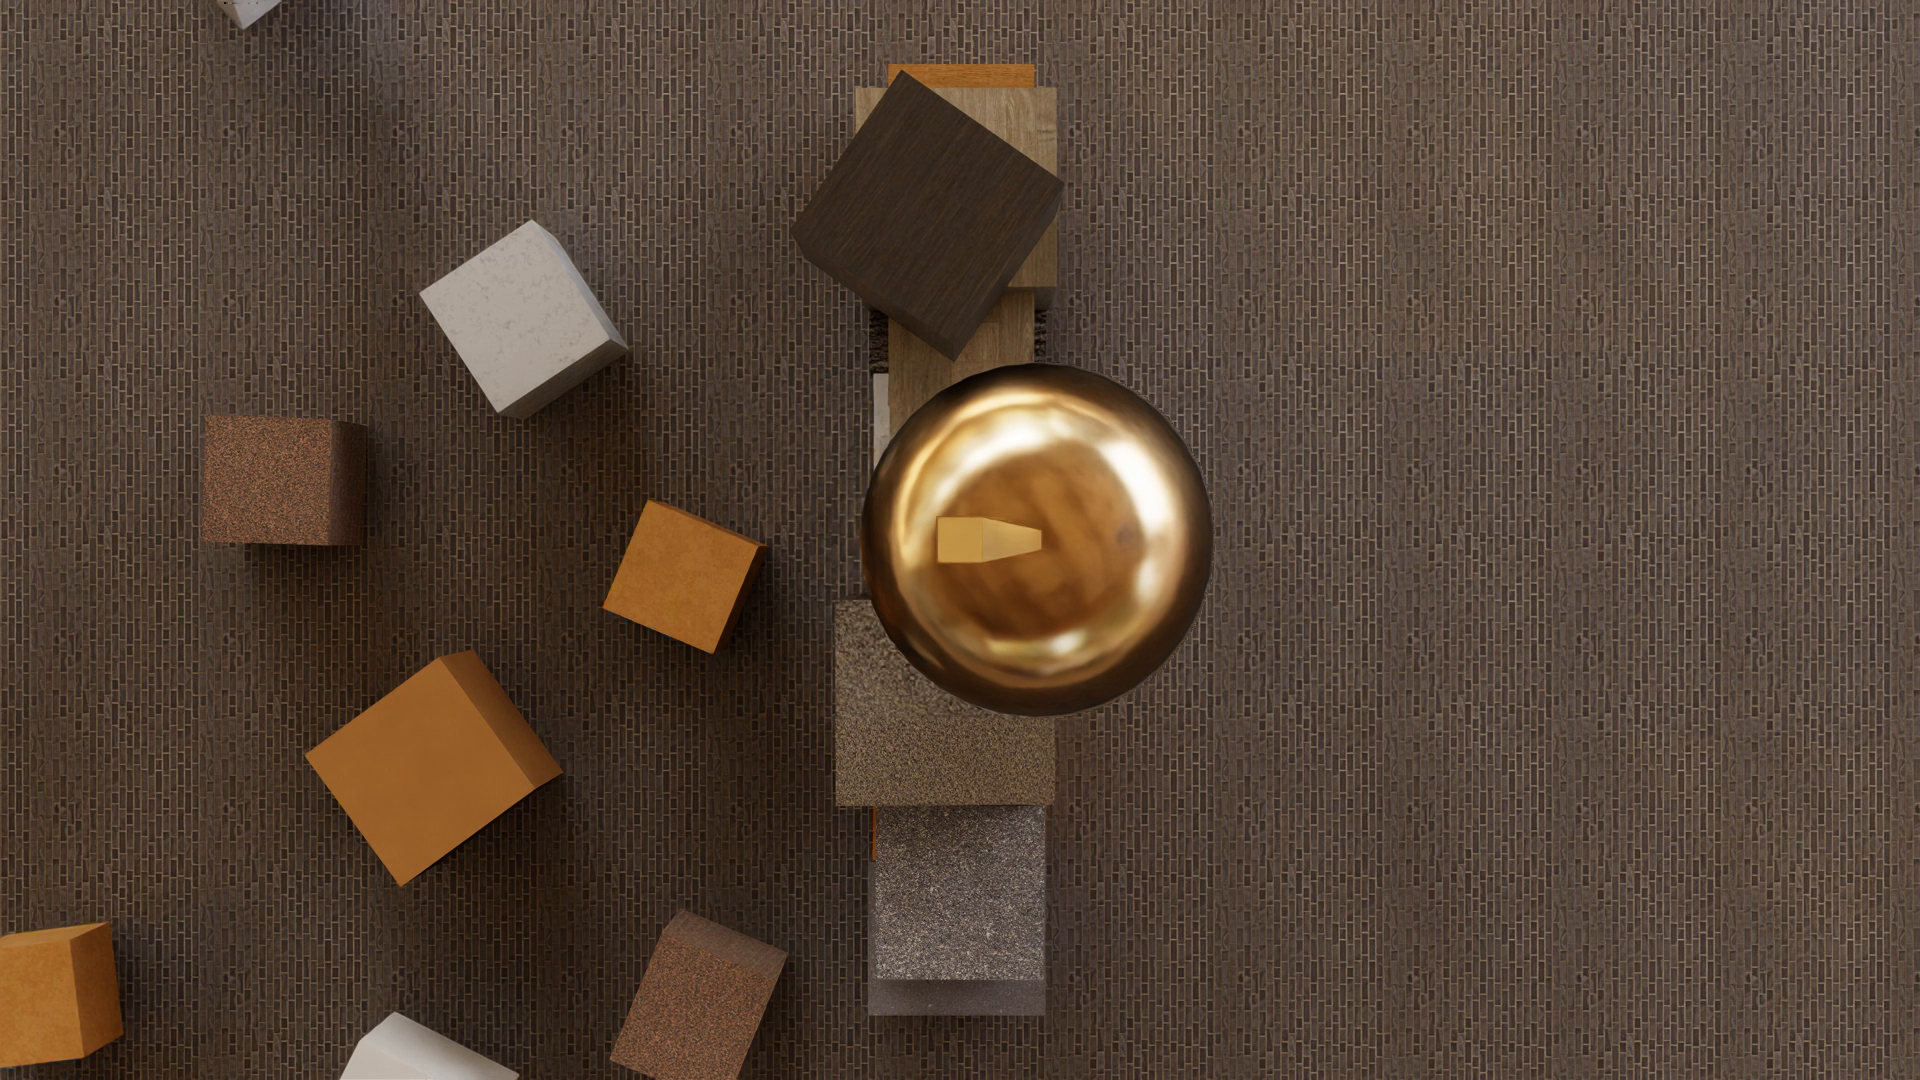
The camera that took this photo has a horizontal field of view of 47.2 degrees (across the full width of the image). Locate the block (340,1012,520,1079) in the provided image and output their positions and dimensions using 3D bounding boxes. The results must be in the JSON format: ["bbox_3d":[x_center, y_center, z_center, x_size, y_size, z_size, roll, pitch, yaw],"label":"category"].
[{"bbox_3d":[-3.154,3.335,12.619,0.830,0.762,0.811,27,90,0],"label":"block"}]

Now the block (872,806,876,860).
[{"bbox_3d":[-0.012,1.287,12.570,0.931,0.861,0.968,0,90,0],"label":"block"}]

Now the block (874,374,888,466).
[{"bbox_3d":[-0.008,-0.457,12.502,0.929,0.997,0.905,0,90,0],"label":"block"}]

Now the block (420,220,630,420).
[{"bbox_3d":[-2.485,-1.249,12.633,0.753,0.733,0.799,-33,90,0],"label":"block"}]

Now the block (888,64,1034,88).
[{"bbox_3d":[0.008,-2.226,12.568,0.805,0.863,0.800,0,90,0],"label":"block"}]

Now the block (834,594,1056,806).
[{"bbox_3d":[-0.075,0.813,11.562,1.095,1.154,1.026,0,90,0],"label":"block"}]

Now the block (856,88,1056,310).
[{"bbox_3d":[-0.019,-1.749,11.466,0.997,1.122,0.987,0,90,0],"label":"block"}]

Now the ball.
[{"bbox_3d":[0.344,0.000,9.927,1.600,1.600,1.600,0,90,0],"label":"ball"}]

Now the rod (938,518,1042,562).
[{"bbox_3d":[0.149,0.000,6.532,0.080,5.200,0.080,0,90,3],"label":"rod"}]

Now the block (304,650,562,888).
[{"bbox_3d":[-2.980,1.280,12.565,0.919,0.870,0.902,-36,90,0],"label":"block"}]

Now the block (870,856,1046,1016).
[{"bbox_3d":[-0.016,2.203,12.574,0.973,0.853,0.847,0,90,0],"label":"block"}]

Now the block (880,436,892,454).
[{"bbox_3d":[0.020,-0.128,11.603,0.846,0.800,0.799,0,90,0],"label":"block"}]

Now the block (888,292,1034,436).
[{"bbox_3d":[0.007,-0.891,11.562,0.738,0.882,0.727,0,90,0],"label":"block"}]

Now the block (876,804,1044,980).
[{"bbox_3d":[-0.001,1.817,11.758,0.872,0.764,0.904,0,91,0],"label":"block"}]

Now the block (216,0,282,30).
[{"bbox_3d":[-4.107,-3.456,12.596,0.617,0.664,0.590,-43,89,-15],"label":"block"}]

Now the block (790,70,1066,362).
[{"bbox_3d":[-0.146,-1.499,10.395,0.898,1.021,0.881,35,90,0],"label":"block"}]

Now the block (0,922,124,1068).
[{"bbox_3d":[-5.281,2.626,12.705,0.596,0.590,0.670,-7,90,0],"label":"block"}]

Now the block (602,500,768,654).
[{"bbox_3d":[-1.567,0.208,12.657,0.671,0.687,0.657,23,90,0],"label":"block"}]

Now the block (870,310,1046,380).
[{"bbox_3d":[-0.013,-1.368,12.514,0.968,0.973,0.896,0,90,0],"label":"block"}]

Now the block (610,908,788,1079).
[{"bbox_3d":[-1.479,2.661,12.597,0.693,0.806,0.764,22,90,0],"label":"block"}]

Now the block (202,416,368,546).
[{"bbox_3d":[-3.868,-0.334,12.635,0.703,0.731,0.705,2,90,0],"label":"block"}]
